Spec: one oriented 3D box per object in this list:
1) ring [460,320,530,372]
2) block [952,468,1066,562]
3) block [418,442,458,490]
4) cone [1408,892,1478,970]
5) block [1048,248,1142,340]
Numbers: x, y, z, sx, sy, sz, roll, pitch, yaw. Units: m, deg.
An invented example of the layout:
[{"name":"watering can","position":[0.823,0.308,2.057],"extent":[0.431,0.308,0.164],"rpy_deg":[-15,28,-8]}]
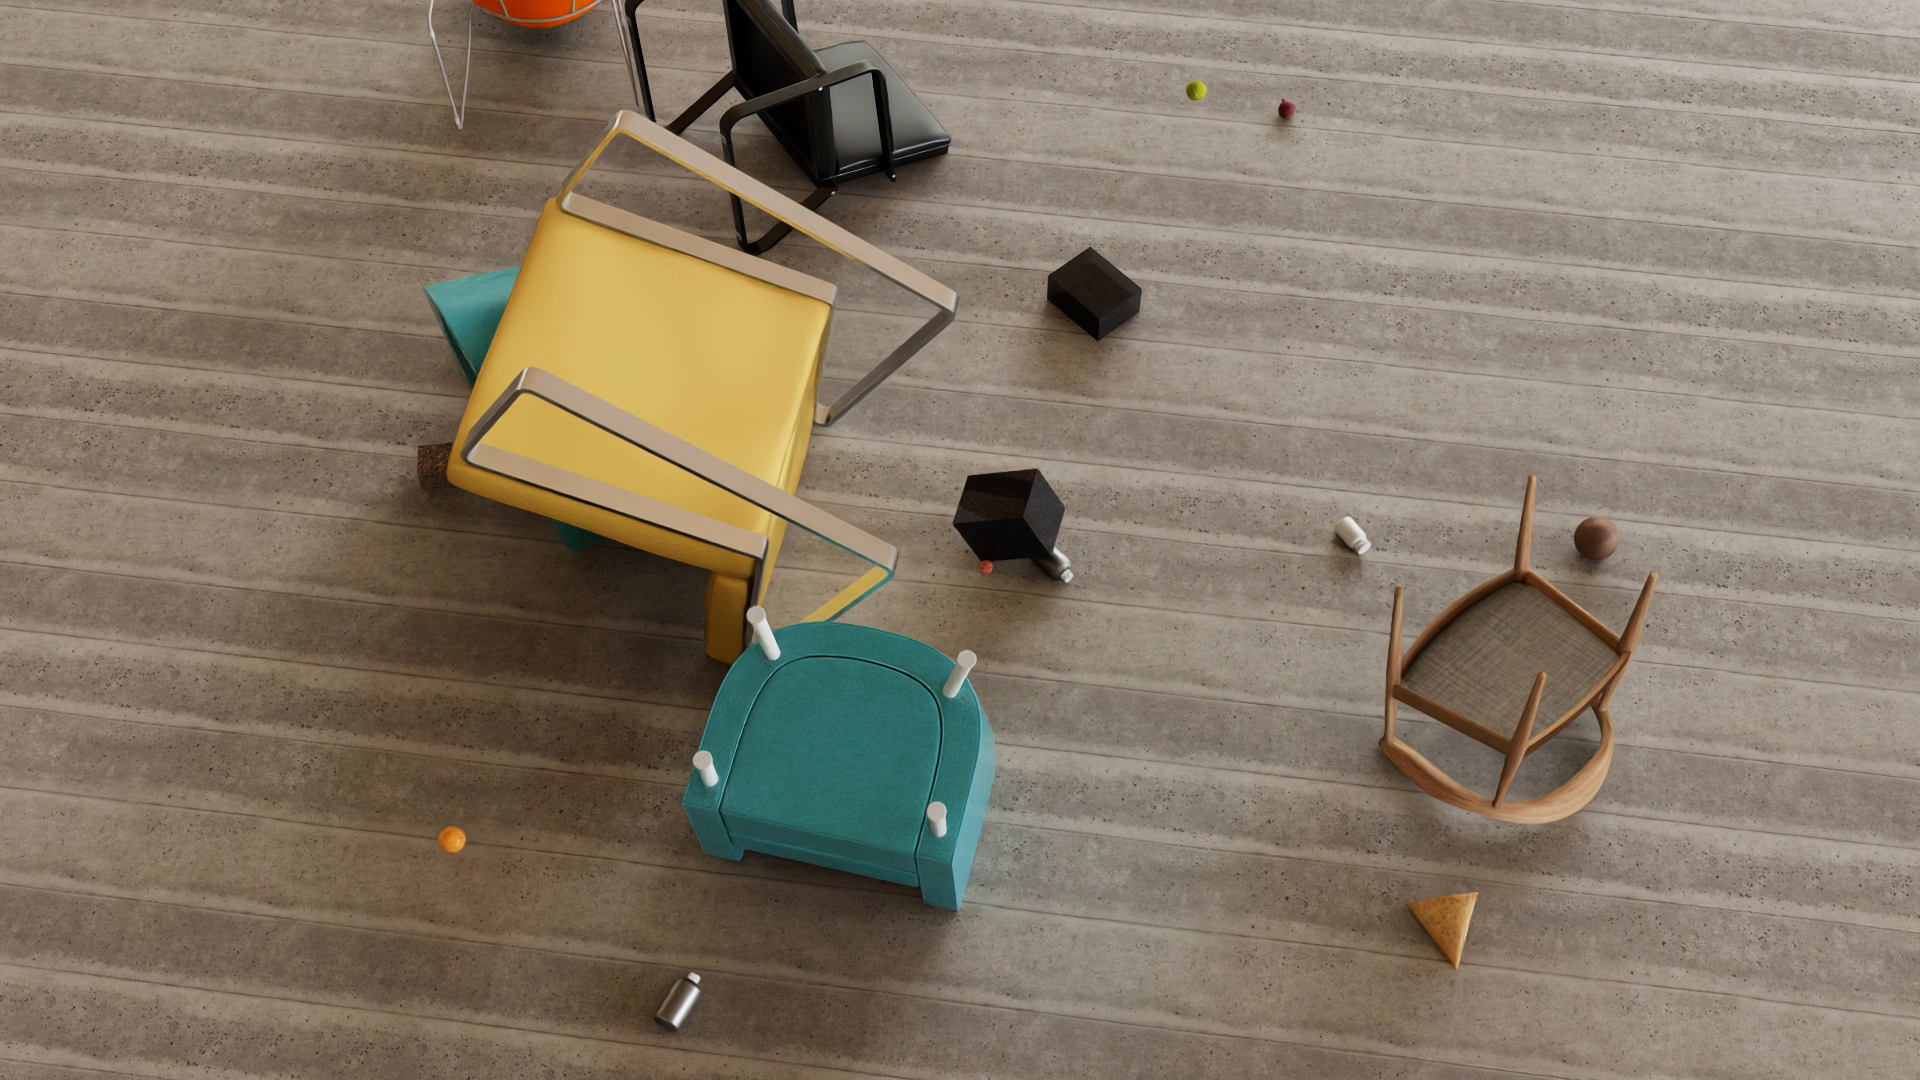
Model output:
[{"name":"ring","position":[-1.467,-0.613,6.945],"extent":[0.223,0.068,0.187],"rpy_deg":[1,57,-1]},{"name":"block","position":[0.145,-0.071,6.453],"extent":[0.237,0.190,0.178],"rpy_deg":[-5,51,31]},{"name":"block","position":[-1.587,-0.224,6.678],"extent":[0.105,0.077,0.112],"rpy_deg":[-6,56,-4]},{"name":"cone","position":[1.301,1.048,5.842],"extent":[0.188,0.082,0.191],"rpy_deg":[-12,70,13]},{"name":"block","position":[0.428,-0.788,7.034],"extent":[0.185,0.114,0.237],"rpy_deg":[-36,63,-22]}]
